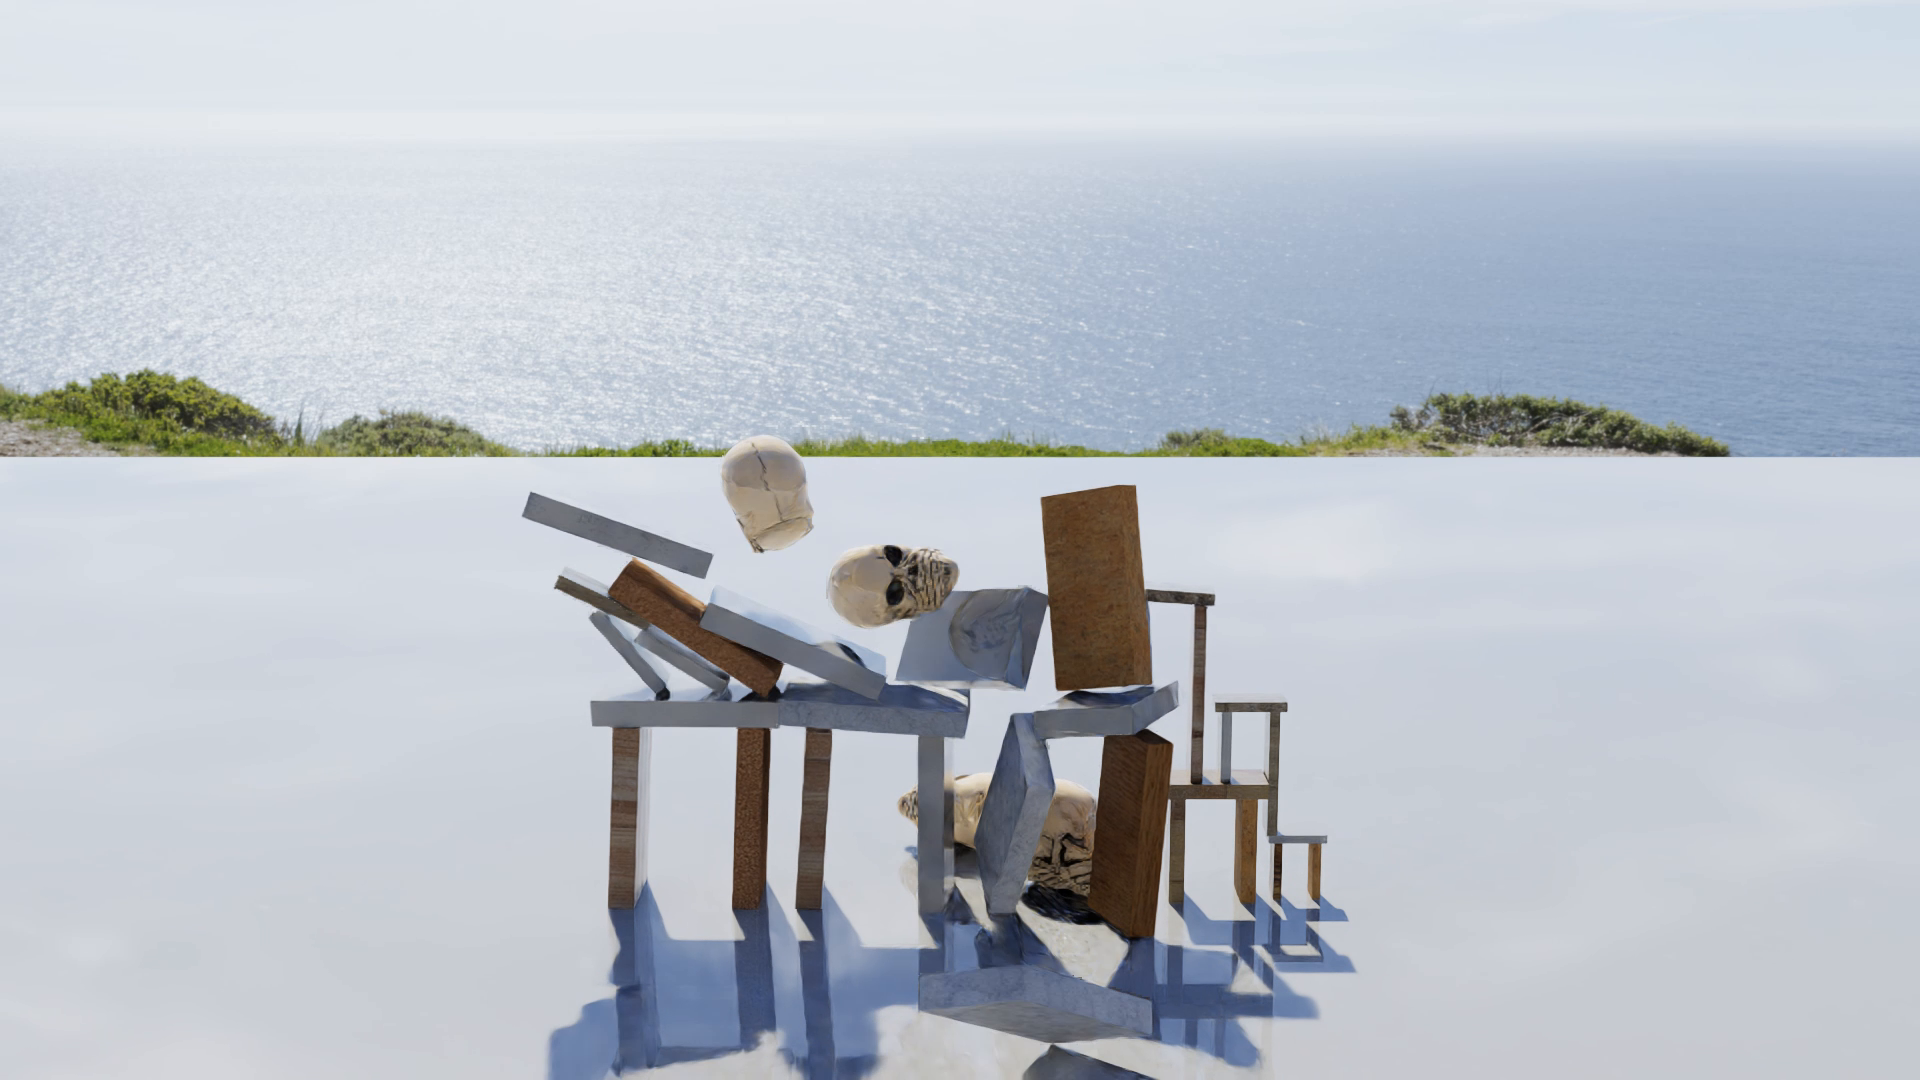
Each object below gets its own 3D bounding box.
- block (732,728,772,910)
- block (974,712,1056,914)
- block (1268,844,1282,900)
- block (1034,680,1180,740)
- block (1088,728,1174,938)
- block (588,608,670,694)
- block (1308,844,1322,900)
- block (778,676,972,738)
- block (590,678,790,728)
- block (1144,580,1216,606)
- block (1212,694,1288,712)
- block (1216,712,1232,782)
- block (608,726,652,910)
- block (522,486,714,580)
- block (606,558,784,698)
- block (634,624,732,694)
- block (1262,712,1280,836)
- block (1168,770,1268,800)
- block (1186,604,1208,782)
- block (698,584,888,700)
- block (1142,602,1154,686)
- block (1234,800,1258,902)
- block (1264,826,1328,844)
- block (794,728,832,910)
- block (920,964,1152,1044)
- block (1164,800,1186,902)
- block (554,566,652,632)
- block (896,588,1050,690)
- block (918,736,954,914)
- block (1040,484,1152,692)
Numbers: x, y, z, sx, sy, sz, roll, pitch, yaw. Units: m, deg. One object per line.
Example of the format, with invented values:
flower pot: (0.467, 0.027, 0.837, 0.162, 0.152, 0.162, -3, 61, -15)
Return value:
block: (-0.344, 0.439, 3.642, 0.043, 0.304, 0.152, 3, 11, -1)
block: (0.085, 0.439, 3.520, 0.044, 0.313, 0.157, 3, 43, -13)
block: (0.525, 0.543, 3.657, 0.014, 0.096, 0.048, 0, 11, 0)
block: (0.238, 0.269, 3.514, 0.157, 0.044, 0.313, -5, 2, 18)
block: (0.271, 0.458, 3.514, 0.044, 0.313, 0.157, 1, 9, -22)
block: (-0.540, 0.174, 3.598, 0.023, 0.166, 0.083, -40, 9, 3)
block: (0.589, 0.543, 3.657, 0.014, 0.096, 0.048, 0, 11, 0)
block: (-0.137, 0.272, 3.581, 0.300, 0.042, 0.150, 4, 11, 3)
block: (-0.440, 0.267, 3.613, 0.304, 0.043, 0.152, 0, 10, 2)
block: (0.344, 0.086, 3.584, 0.140, 0.020, 0.070, 4, 11, 4)
block: (0.474, 0.267, 3.609, 0.118, 0.017, 0.059, 0, 11, 0)
block: (0.435, 0.333, 3.621, 0.017, 0.118, 0.059, 0, 11, 0)
block: (-0.546, 0.439, 3.642, 0.043, 0.304, 0.152, 3, 11, -1)
block: (-0.550, -0.012, 3.549, 0.303, 0.043, 0.152, 19, 2, -9)
block: (-0.427, 0.141, 3.592, 0.303, 0.043, 0.152, 34, 6, -6)
block: (-0.451, 0.191, 3.600, 0.166, 0.023, 0.083, 32, 7, -6)
block: (0.514, 0.379, 3.629, 0.017, 0.210, 0.059, 0, 11, 0)
block: (0.415, 0.403, 3.634, 0.177, 0.025, 0.089, 0, 11, 0)
block: (0.388, 0.245, 3.608, 0.020, 0.296, 0.070, 0, 11, 0)
block: (-0.270, 0.165, 3.580, 0.308, 0.043, 0.152, 23, 8, -7)
block: (0.280, 0.162, 3.594, 0.020, 0.140, 0.070, -19, 22, -37)
block: (0.474, 0.503, 3.652, 0.025, 0.177, 0.089, 0, 11, 0)
block: (0.557, 0.489, 3.647, 0.096, 0.014, 0.048, 0, 11, 0)
block: (-0.242, 0.442, 3.638, 0.042, 0.300, 0.150, 4, 10, -4)
block: (0.105, 0.616, 2.909, 0.160, 0.045, 0.320, -14, -26, 32)
block: (0.356, 0.503, 3.652, 0.025, 0.177, 0.089, 0, 11, 0)
block: (-0.577, 0.095, 3.579, 0.166, 0.023, 0.083, 26, 7, -8)
block: (0.017, 0.167, 3.680, 0.045, 0.160, 0.320, 23, -16, -32)
block: (-0.039, 0.446, 3.625, 0.042, 0.300, 0.150, 1, 10, 7)
block: (0.219, 0.080, 3.561, 0.160, 0.320, 0.045, -8, -6, 39)
